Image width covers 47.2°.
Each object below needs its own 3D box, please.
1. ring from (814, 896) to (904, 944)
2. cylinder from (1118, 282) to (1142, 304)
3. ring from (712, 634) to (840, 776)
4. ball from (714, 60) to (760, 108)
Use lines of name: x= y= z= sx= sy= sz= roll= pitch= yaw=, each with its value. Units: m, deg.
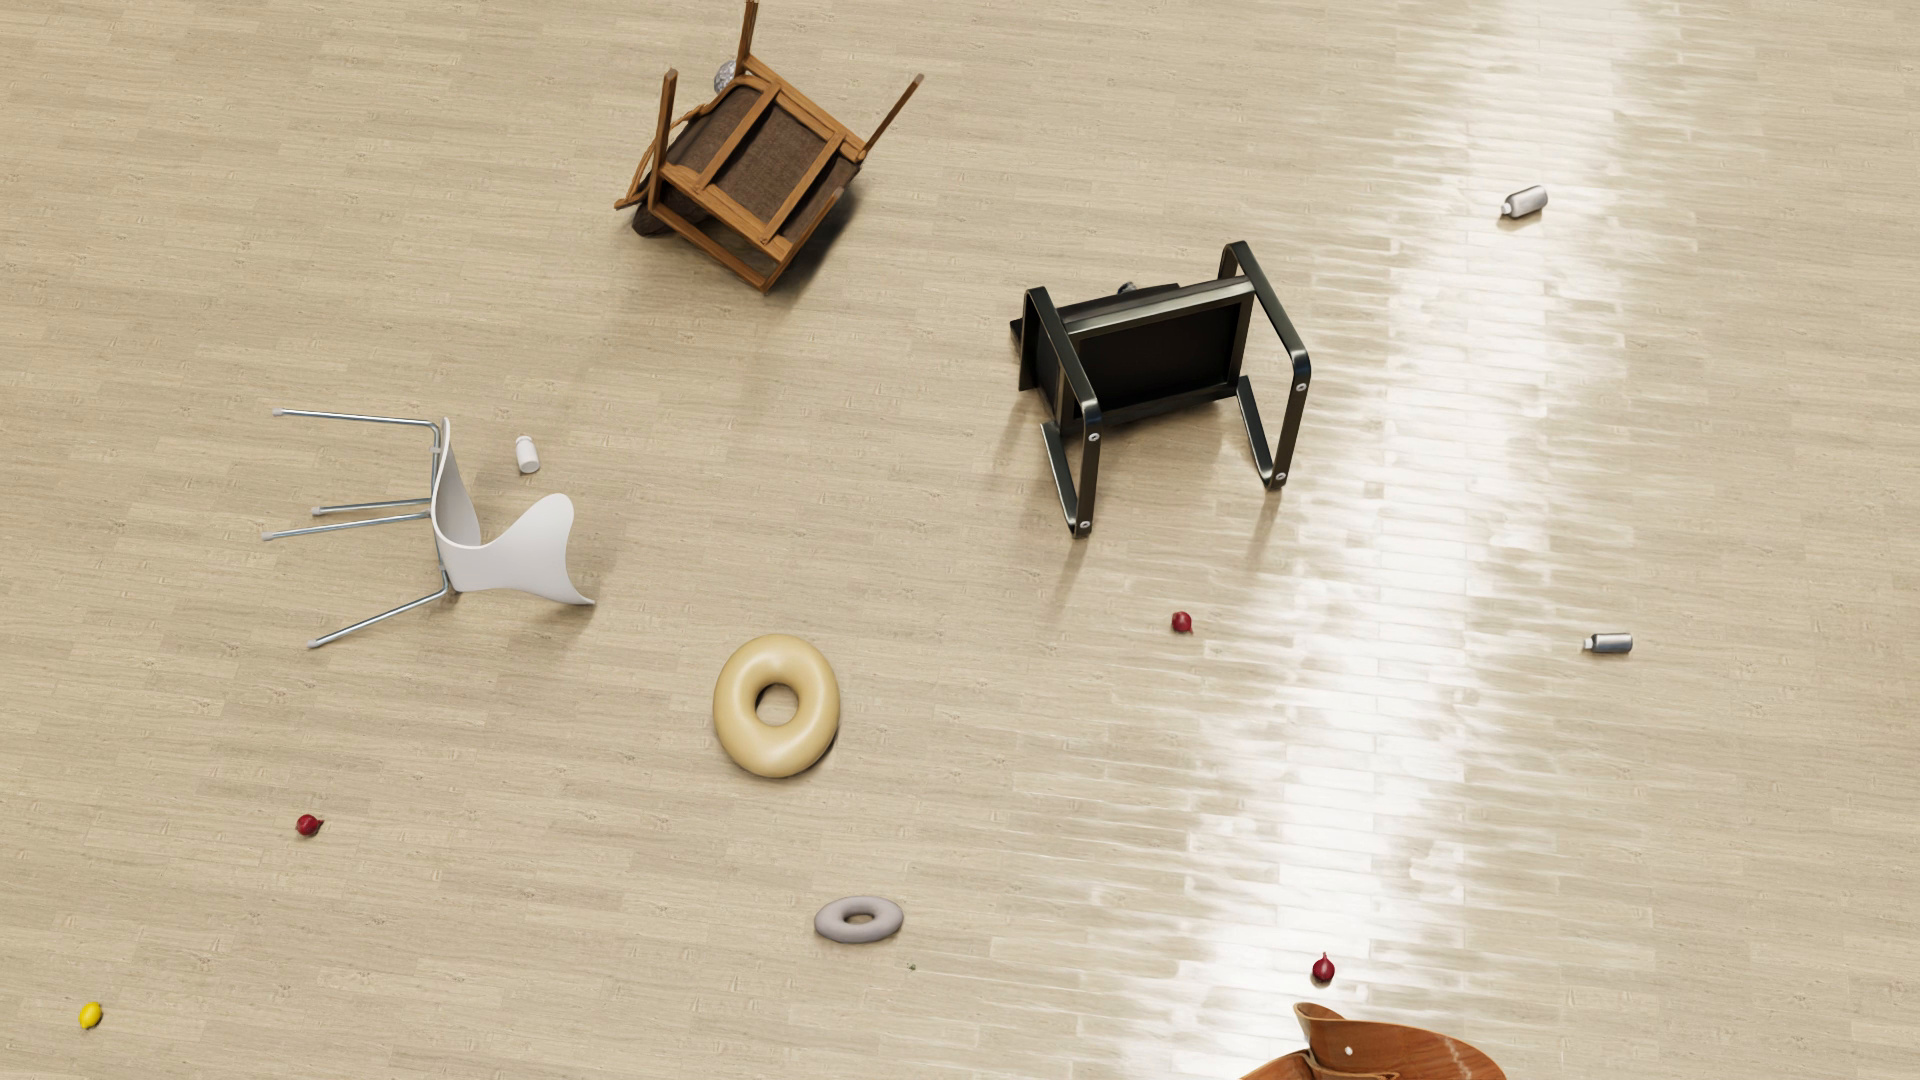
ring: x=-0.269 y=1.009 z=5.850 sx=0.241 sy=0.078 sz=0.125 roll=-4 pitch=54 yaw=-2
cylinder: x=0.546 y=-0.794 z=7.076 sx=0.066 sy=0.051 sz=0.048 roll=-27 pitch=60 yaw=-23
ring: x=-0.516 y=0.463 z=6.195 sx=0.361 sy=0.115 sz=0.451 roll=-4 pitch=57 yaw=-1
ball: x=-0.762 y=-1.561 z=7.525 sx=0.160 sy=0.160 sz=0.160 roll=0 pitch=56 yaw=0
